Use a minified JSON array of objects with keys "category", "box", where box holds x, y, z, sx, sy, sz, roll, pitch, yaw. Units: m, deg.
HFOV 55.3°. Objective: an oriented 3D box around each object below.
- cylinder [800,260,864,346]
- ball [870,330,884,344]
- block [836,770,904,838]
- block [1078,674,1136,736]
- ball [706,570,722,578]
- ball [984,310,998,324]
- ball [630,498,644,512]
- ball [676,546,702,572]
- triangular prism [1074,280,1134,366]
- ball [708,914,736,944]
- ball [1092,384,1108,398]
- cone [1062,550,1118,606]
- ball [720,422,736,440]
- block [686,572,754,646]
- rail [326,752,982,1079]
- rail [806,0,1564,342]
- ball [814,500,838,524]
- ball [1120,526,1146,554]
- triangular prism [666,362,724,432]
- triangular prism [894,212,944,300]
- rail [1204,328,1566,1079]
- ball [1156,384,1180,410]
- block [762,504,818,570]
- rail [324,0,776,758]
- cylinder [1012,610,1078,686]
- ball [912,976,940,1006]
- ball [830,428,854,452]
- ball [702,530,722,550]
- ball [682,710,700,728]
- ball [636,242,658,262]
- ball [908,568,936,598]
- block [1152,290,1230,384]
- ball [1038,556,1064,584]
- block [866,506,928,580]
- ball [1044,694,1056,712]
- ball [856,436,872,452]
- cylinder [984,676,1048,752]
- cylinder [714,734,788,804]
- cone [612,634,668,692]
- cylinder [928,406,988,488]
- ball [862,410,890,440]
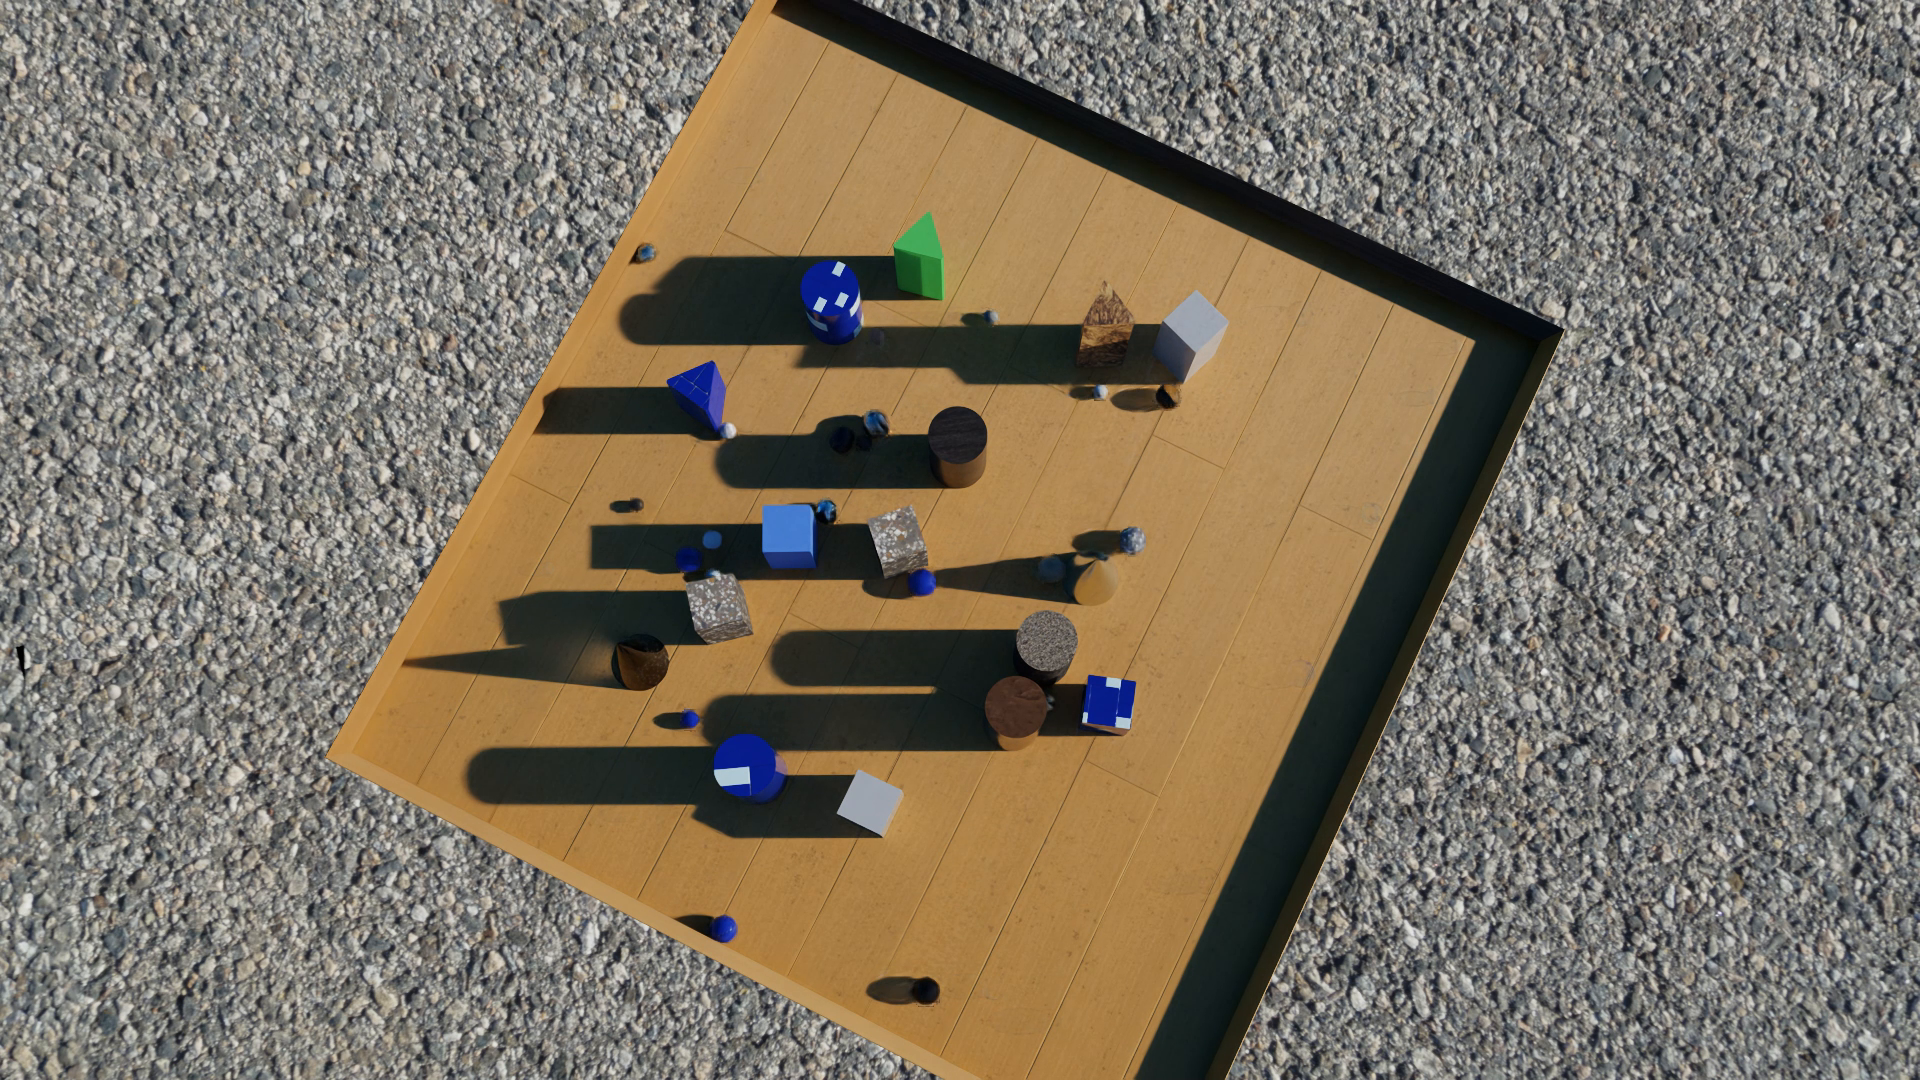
[{"category":"cylinder","box":[-0.390,-0.725,5.621,0.175,0.283,0.175,0,78,0]},{"category":"ball","box":[-0.258,-0.635,5.723,0.047,0.047,0.047,0,78,0]},{"category":"block","box":[-0.259,0.771,5.349,0.140,0.212,0.140,25,79,5]},{"category":"block","box":[0.432,0.489,5.407,0.140,0.212,0.140,8,78,2]},{"category":"ball","box":[-0.749,0.111,5.570,0.045,0.045,0.045,0,78,0]},{"category":"ball","box":[0.097,-0.699,5.738,0.044,0.044,0.044,0,78,0]},{"category":"ball","box":[-0.989,-0.108,5.617,0.042,0.042,0.042,0,78,0]},{"category":"ball","box":[-0.821,0.059,5.564,0.078,0.078,0.078,0,78,0]},{"category":"triangular prism","box":[0.429,-0.652,5.540,0.151,0.414,0.131,-4,78,-1]},{"category":"ball","box":[-0.691,1.134,5.341,0.081,0.081,0.081,0,78,0]},{"category":"ball","box":[0.435,-0.462,5.688,0.046,0.046,0.046,0,78,0]},{"category":"cone","box":[0.398,0.084,5.438,0.175,0.314,0.175,0,78,0]},{"category":"ball","box":[-0.718,-0.336,5.659,0.052,0.052,0.052,0,78,0]},{"category":"block","box":[-0.710,0.207,5.425,0.140,0.291,0.140,-14,79,-3]},{"category":"rail","box":[-0.624,1.229,5.303,2.745,0.114,0.045,26,80,5]},{"category":"rail","box":[0.624,-1.217,5.809,2.745,0.114,0.045,26,80,5]},{"category":"ball","box":[-0.408,-0.087,5.596,0.075,0.075,0.075,0,78,0]},{"category":"ball","box":[0.526,0.001,5.573,0.083,0.083,0.083,0,78,0]},{"category":"triangular prism","box":[-0.771,-0.452,5.570,0.151,0.274,0.131,35,81,7]},{"category":"triangular prism","box":[-0.108,-0.876,5.609,0.151,0.368,0.131,14,79,3]},{"category":"rail","box":[1.207,0.597,5.434,0.045,0.114,2.840,26,80,5]},{"category":"ball","box":[0.643,-0.444,5.668,0.078,0.078,0.078,0,78,0]},{"category":"block","box":[-0.507,-0.007,5.484,0.140,0.263,0.140,-1,78,0]},{"category":"rail","box":[-1.207,-0.585,5.678,0.045,0.114,2.840,26,80,5]},{"category":"cylinder","box":[0.247,0.321,5.372,0.175,0.348,0.175,0,78,0]},{"category":"ball","box":[-0.098,1.306,5.306,0.080,0.080,0.080,0,78,0]},{"category":"ball","box":[-0.363,-0.307,5.639,0.078,0.078,0.078,0,78,0]},{"category":"ball","box":[-0.755,-0.001,5.586,0.060,0.060,0.060,0,78,0]},{"category":"ball","box":[-0.807,0.537,5.478,0.053,0.053,0.053,0,78,0]},{"category":"ball","box":[-0.985,-0.906,5.770,0.064,0.064,0.064,0,78,0]},{"category":"ball","box":[-0.113,0.130,5.546,0.086,0.086,0.086,0,78,0]},{"category":"block","box":[0.698,-0.615,5.579,0.140,0.322,0.140,-43,81,-8]},{"category":"ball","box":[0.275,0.090,5.555,0.084,0.084,0.084,0,78,0]},{"category":"block","box":[-0.185,0.009,5.484,0.140,0.255,0.140,-18,79,-4]},{"category":"ball","box":[0.259,0.486,5.488,0.055,0.055,0.055,0,78,0]},{"category":"ball","box":[-0.296,-0.298,5.652,0.050,0.050,0.050,0,78,0]},{"category":"cylinder","box":[0.157,0.506,5.307,0.175,0.401,0.175,0,78,0]},{"category":"cylinder","box":[-0.600,0.664,5.288,0.175,0.374,0.175,0,78,0]},{"category":"cone","box":[-0.967,0.330,5.349,0.175,0.389,0.175,0,78,0]},{"category":"cylinder","box":[-0.007,-0.275,5.512,0.175,0.315,0.175,0,78,0]},{"category":"ball","box":[-0.257,-0.355,5.645,0.087,0.087,0.087,0,78,0]}]
